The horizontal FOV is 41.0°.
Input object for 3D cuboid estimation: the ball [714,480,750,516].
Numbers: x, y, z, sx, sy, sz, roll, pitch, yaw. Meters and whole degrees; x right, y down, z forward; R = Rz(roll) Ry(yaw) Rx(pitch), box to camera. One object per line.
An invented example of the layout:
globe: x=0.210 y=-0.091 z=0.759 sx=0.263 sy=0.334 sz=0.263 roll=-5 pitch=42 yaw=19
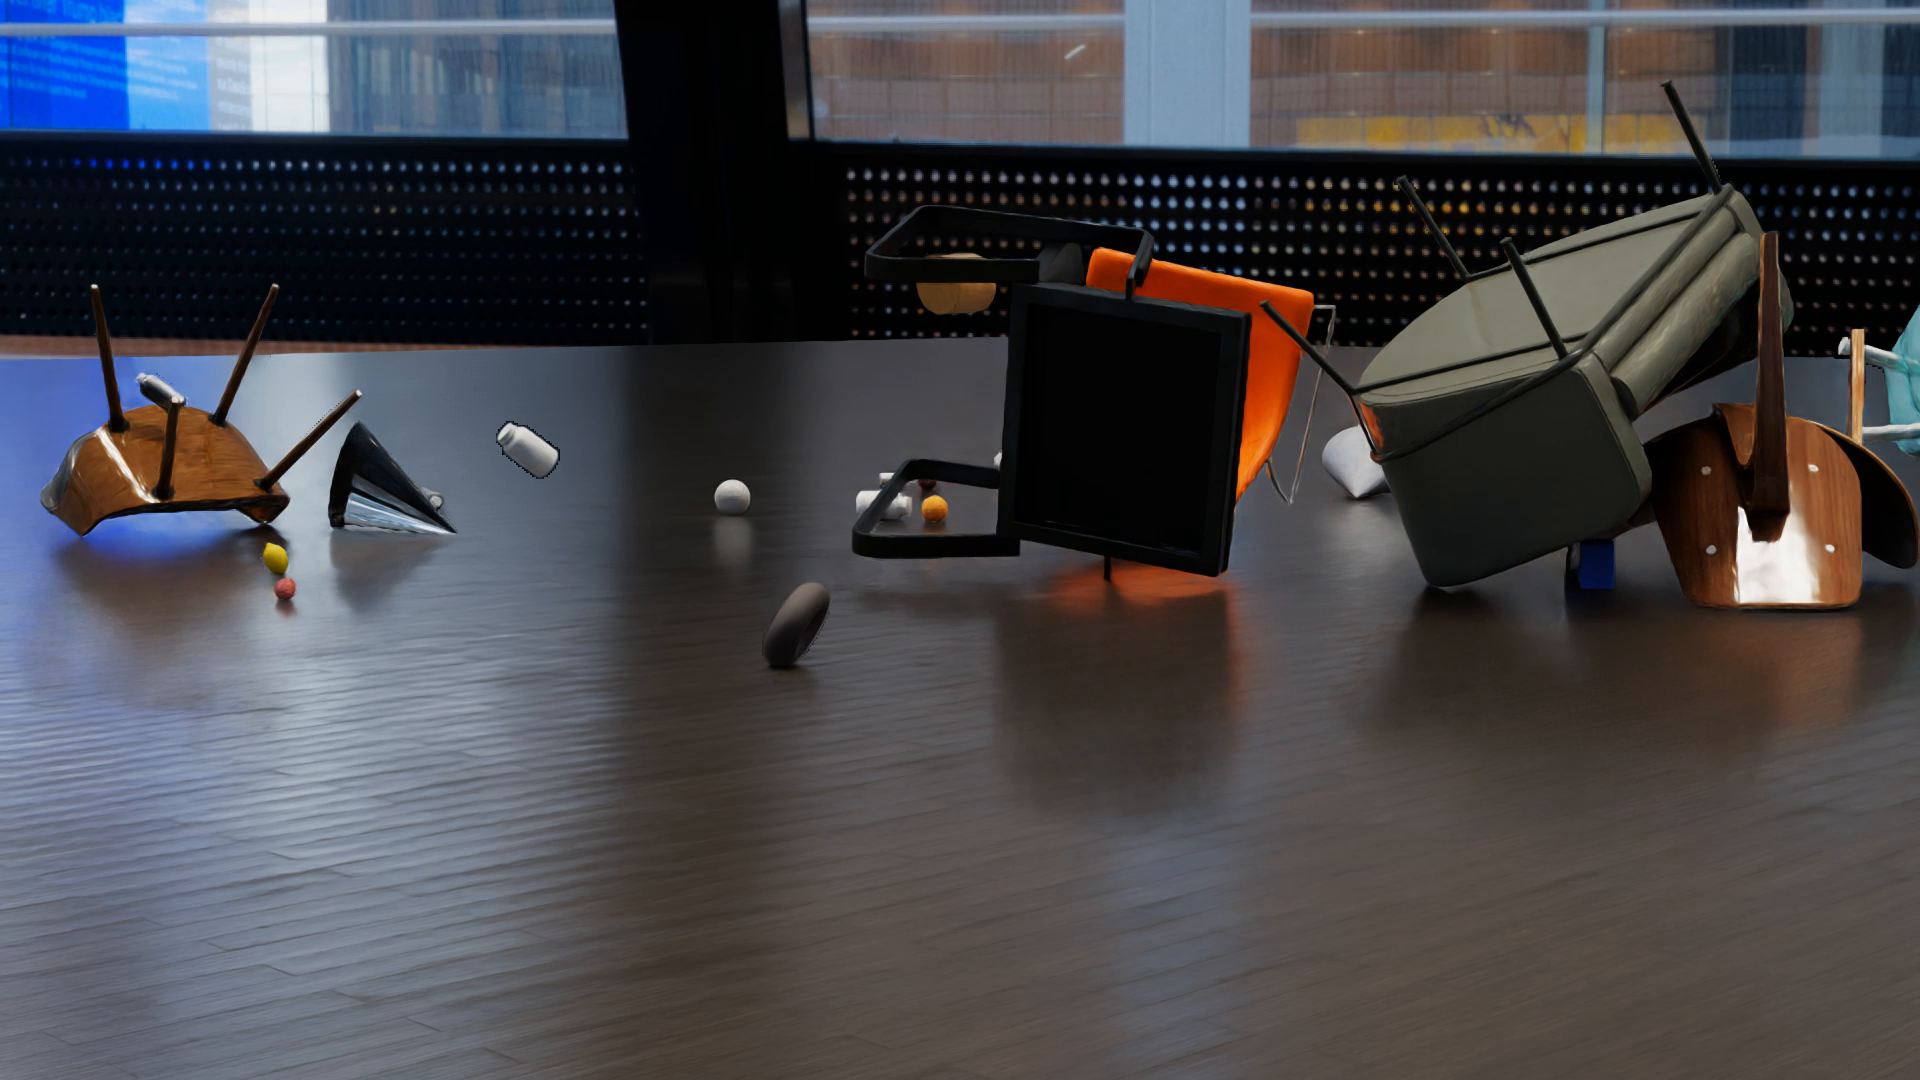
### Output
ball: x=-0.627 y=-0.117 z=7.070 sx=0.099 sy=0.099 sz=0.099 roll=0 pitch=6 yaw=0

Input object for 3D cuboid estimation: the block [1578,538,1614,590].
block: x=1.358 y=0.050 z=5.474 sx=0.068 sy=0.094 sz=0.148 roll=1 pitch=6 yaw=12

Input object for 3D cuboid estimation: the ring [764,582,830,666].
ring: x=-0.277 y=0.142 z=4.360 sx=0.055 sy=0.155 sz=0.184 roll=29 pitch=16 yaw=8

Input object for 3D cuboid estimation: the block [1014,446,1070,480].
block: x=0.270 y=-0.249 z=8.364 sx=0.143 sy=0.096 sz=0.181 roll=2 pitch=6 yaw=16

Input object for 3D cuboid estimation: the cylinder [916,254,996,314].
cylinder: x=-0.010 y=-0.744 z=7.444 sx=0.133 sy=0.173 sz=0.290 roll=-10 pitch=3 yaw=22

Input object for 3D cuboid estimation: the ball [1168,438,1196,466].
ball: x=0.536 y=-0.212 z=6.225 sx=0.067 sy=0.067 sz=0.067 roll=0 pitch=6 yaw=0

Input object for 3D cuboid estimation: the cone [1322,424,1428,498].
cone: x=1.206 y=-0.183 z=7.631 sx=0.331 sy=0.244 sz=0.212 roll=-7 pitch=31 yaw=31

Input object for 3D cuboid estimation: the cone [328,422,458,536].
cone: x=-1.427 y=-0.088 z=6.567 sx=0.347 sy=0.333 sz=0.134 roll=27 pitch=32 yaw=13
